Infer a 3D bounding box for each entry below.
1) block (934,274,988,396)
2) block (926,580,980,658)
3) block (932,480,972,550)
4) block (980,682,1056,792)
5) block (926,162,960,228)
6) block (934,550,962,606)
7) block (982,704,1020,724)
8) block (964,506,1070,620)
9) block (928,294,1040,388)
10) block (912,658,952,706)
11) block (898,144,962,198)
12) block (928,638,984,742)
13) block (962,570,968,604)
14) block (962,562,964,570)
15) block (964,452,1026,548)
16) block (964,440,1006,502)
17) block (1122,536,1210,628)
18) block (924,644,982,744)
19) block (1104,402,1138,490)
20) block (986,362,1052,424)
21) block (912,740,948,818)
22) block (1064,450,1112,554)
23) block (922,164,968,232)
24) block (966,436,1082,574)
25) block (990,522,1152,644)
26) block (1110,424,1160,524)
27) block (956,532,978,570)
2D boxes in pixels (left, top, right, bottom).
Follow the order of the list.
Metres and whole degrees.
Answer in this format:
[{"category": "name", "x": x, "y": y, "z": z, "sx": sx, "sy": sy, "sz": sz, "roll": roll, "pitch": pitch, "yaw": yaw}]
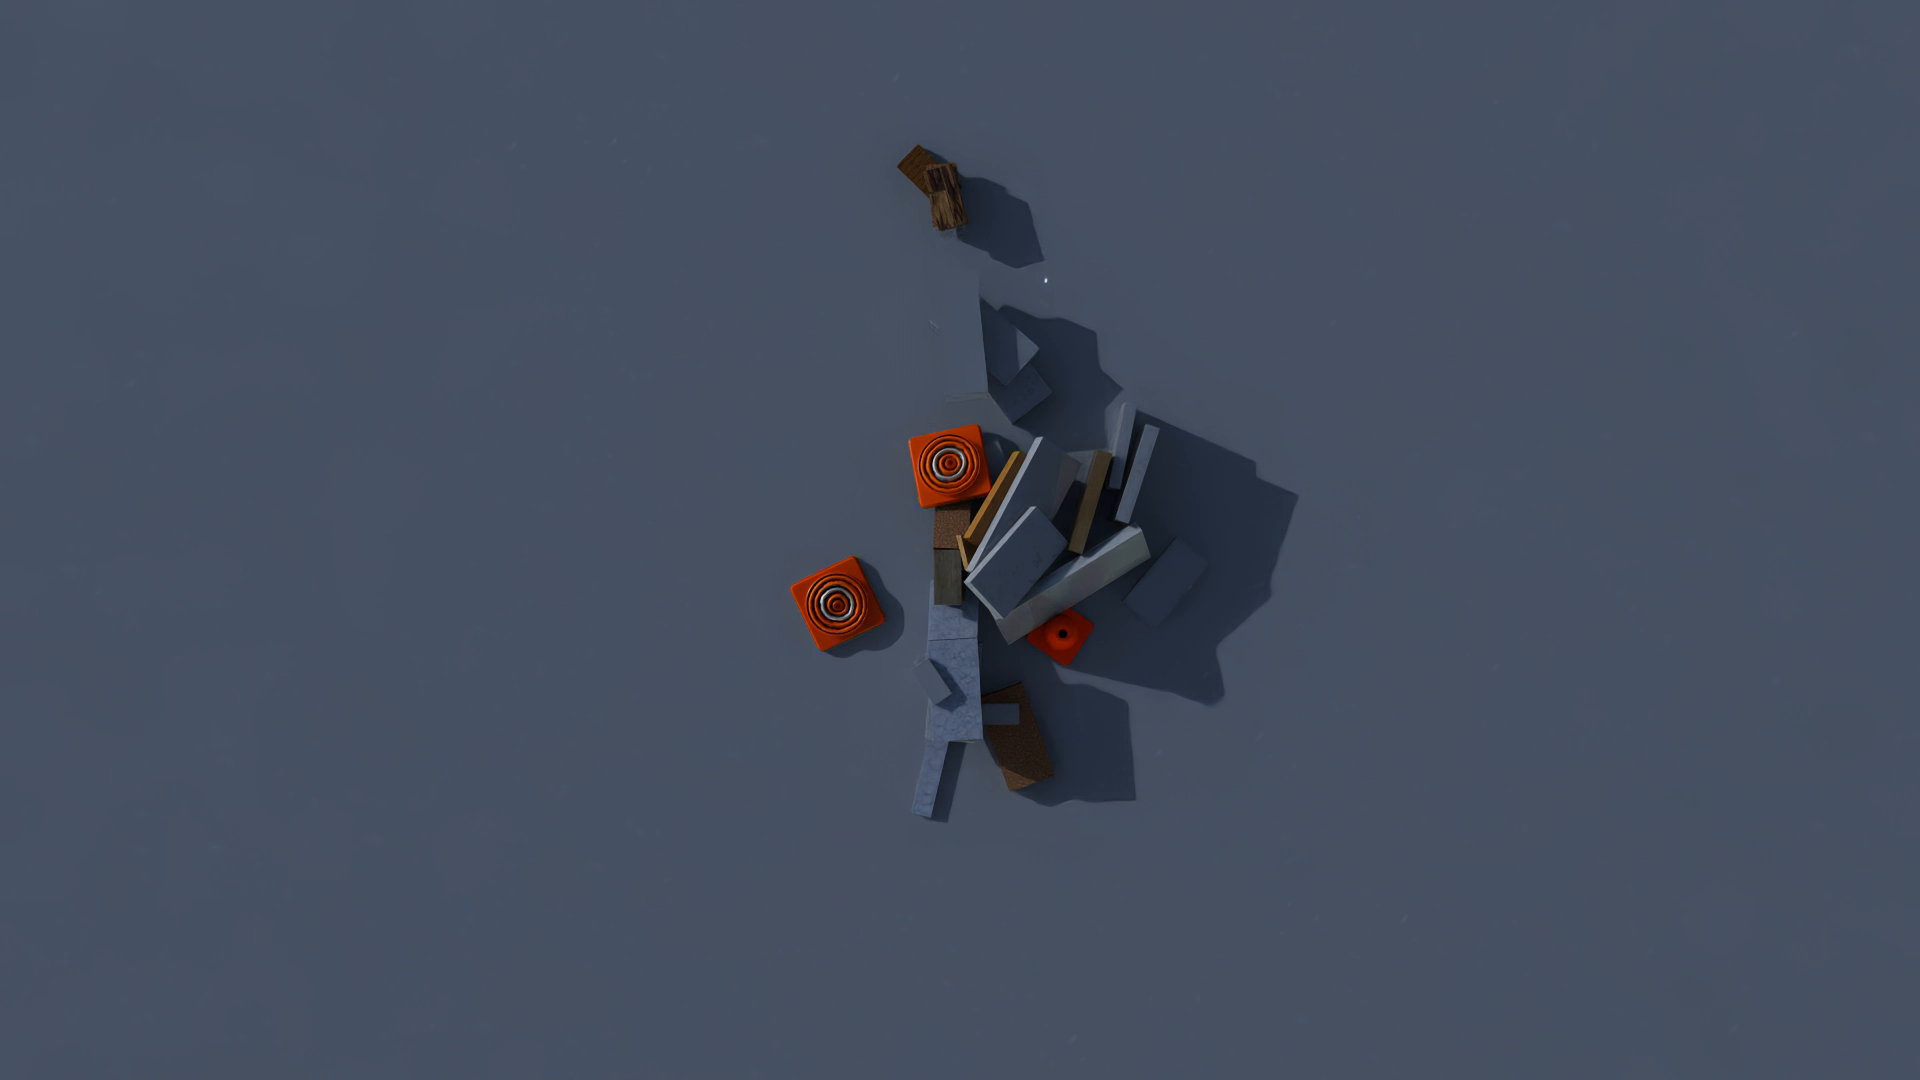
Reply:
[{"category": "block", "x": 0.003, "y": -0.669, "z": 5.384, "sx": 0.141, "sy": 0.040, "sz": 0.388, "roll": -6, "pitch": 90, "yaw": 0}, {"category": "block", "x": -0.024, "y": 0.301, "z": 5.437, "sx": 0.163, "sy": 0.046, "sz": 0.326, "roll": 3, "pitch": 76, "yaw": 0}, {"category": "block", "x": -0.025, "y": -0.082, "z": 5.453, "sx": 0.117, "sy": 0.033, "sz": 0.235, "roll": 3, "pitch": 75, "yaw": 0}, {"category": "block", "x": 0.184, "y": 0.653, "z": 5.477, "sx": 0.162, "sy": 0.046, "sz": 0.325, "roll": -20, "pitch": 90, "yaw": 0}, {"category": "block", "x": -0.051, "y": -1.143, "z": 5.457, "sx": 0.100, "sy": 0.028, "sz": 0.201, "roll": -6, "pitch": 90, "yaw": 0}, {"category": "block", "x": -0.041, "y": 0.122, "z": 5.401, "sx": 0.090, "sy": 0.026, "sz": 0.180, "roll": 0, "pitch": 78, "yaw": -1}, {"category": "block", "x": 0.127, "y": 0.574, "z": 5.444, "sx": 0.137, "sy": 0.019, "sz": 0.068, "roll": -1, "pitch": 90, "yaw": 0}, {"category": "block", "x": 0.184, "y": 0.072, "z": 5.311, "sx": 0.170, "sy": 0.048, "sz": 0.339, "roll": 47, "pitch": 72, "yaw": -18}, {"category": "block", "x": 0.080, "y": -0.677, "z": 5.428, "sx": 0.338, "sy": 0.048, "sz": 0.169, "roll": 41, "pitch": 90, "yaw": 0}, {"category": "block", "x": -0.093, "y": 0.457, "z": 5.319, "sx": 0.068, "sy": 0.019, "sz": 0.137, "roll": -34, "pitch": 90, "yaw": 0}, {"category": "block", "x": -0.102, "y": -1.209, "z": 5.486, "sx": 0.201, "sy": 0.028, "sz": 0.100, "roll": 44, "pitch": 90, "yaw": 0}, {"category": "block", "x": -0.016, "y": 0.485, "z": 5.352, "sx": 0.163, "sy": 0.046, "sz": 0.326, "roll": -3, "pitch": 89, "yaw": 0}, {"category": "block", "x": -0.023, "y": 0.121, "z": 5.449, "sx": 0.090, "sy": 0.026, "sz": 0.180, "roll": 5, "pitch": 64, "yaw": 1}, {"category": "block", "x": -0.019, "y": 0.009, "z": 5.461, "sx": 0.090, "sy": 0.026, "sz": 0.180, "roll": 3, "pitch": 72, "yaw": 0}, {"category": "block", "x": 0.167, "y": -0.104, "z": 5.409, "sx": 0.169, "sy": 0.048, "sz": 0.338, "roll": 36, "pitch": 76, "yaw": -21}, {"category": "block", "x": 0.113, "y": -0.200, "z": 5.483, "sx": 0.117, "sy": 0.033, "sz": 0.235, "roll": -21, "pitch": 90, "yaw": 0}, {"category": "block", "x": 0.682, "y": 0.142, "z": 5.480, "sx": 0.141, "sy": 0.040, "sz": 0.282, "roll": 40, "pitch": 90, "yaw": 0}, {"category": "block", "x": -0.020, "y": 0.498, "z": 5.435, "sx": 0.163, "sy": 0.046, "sz": 0.326, "roll": 5, "pitch": 76, "yaw": 0}, {"category": "block", "x": 0.530, "y": -0.307, "z": 5.430, "sx": 0.040, "sy": 0.141, "sz": 0.282, "roll": 11, "pitch": 90, "yaw": 0}, {"category": "block", "x": 0.136, "y": -0.570, "z": 5.476, "sx": 0.169, "sy": 0.048, "sz": 0.338, "roll": -38, "pitch": 90, "yaw": 0}, {"category": "block", "x": -0.071, "y": 0.667, "z": 5.490, "sx": 0.068, "sy": 0.019, "sz": 0.509, "roll": 13, "pitch": 90, "yaw": 0}, {"category": "block", "x": 0.421, "y": -0.123, "z": 5.415, "sx": 0.048, "sy": 0.170, "sz": 0.339, "roll": 17, "pitch": 90, "yaw": 0}, {"category": "block", "x": -0.046, "y": -1.126, "z": 5.429, "sx": 0.100, "sy": 0.028, "sz": 0.201, "roll": -16, "pitch": 90, "yaw": 0}, {"category": "block", "x": 0.211, "y": -0.076, "z": 5.377, "sx": 0.170, "sy": 0.048, "sz": 0.506, "roll": 33, "pitch": 77, "yaw": -22}, {"category": "block", "x": 0.365, "y": 0.143, "z": 5.405, "sx": 0.556, "sy": 0.162, "sz": 0.046, "roll": -31, "pitch": 53, "yaw": -3}, {"category": "block", "x": 0.575, "y": -0.214, "z": 5.419, "sx": 0.046, "sy": 0.162, "sz": 0.325, "roll": 18, "pitch": 90, "yaw": 0}, {"category": "block", "x": 0.111, "y": 0.011, "z": 5.429, "sx": 0.235, "sy": 0.033, "sz": 0.117, "roll": -17, "pitch": 96, "yaw": -25}]
